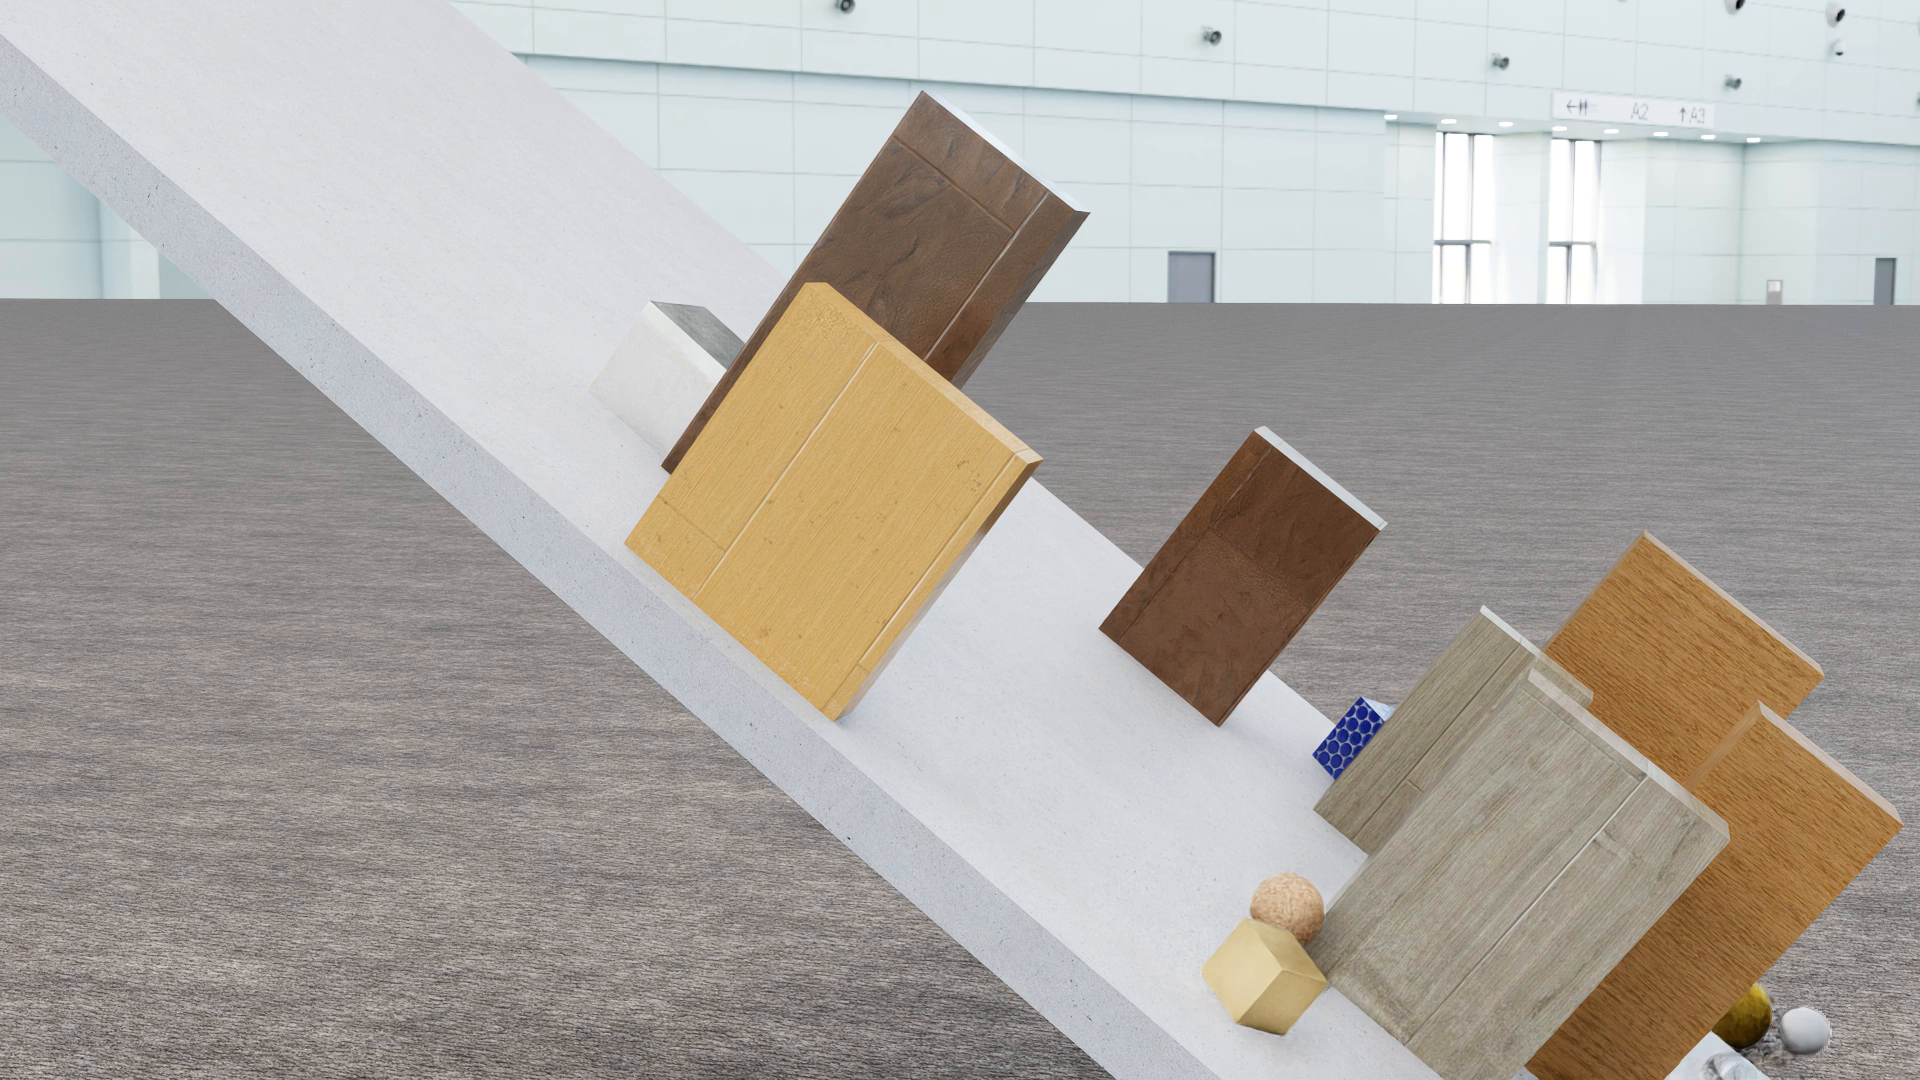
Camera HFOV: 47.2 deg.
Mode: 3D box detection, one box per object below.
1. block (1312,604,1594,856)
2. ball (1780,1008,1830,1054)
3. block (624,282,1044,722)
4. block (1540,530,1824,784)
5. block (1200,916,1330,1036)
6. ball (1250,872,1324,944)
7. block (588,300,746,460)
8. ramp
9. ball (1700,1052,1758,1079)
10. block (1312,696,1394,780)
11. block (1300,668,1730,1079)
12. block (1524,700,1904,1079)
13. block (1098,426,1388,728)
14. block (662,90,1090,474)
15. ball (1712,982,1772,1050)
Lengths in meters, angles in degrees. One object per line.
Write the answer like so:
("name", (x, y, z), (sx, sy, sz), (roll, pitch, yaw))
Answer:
("block", (0.938, 0.404, 4.196), (0.261, 0.502, 0.089), (40, 16, 9))
("ball", (2.006, 1.167, 5.226), (0.111, 0.111, 0.111), (0, 7, 0))
("block", (-0.187, -0.055, 3.149), (0.407, 0.475, 0.083), (40, 16, 9))
("block", (1.306, 0.416, 4.454), (0.431, 0.769, 0.132), (40, 16, 9))
("block", (0.443, 0.637, 3.204), (0.109, 0.109, 0.109), (24, 21, -39))
("ball", (0.520, 0.587, 3.495), (0.117, 0.117, 0.117), (0, 7, 0))
("block", (-0.461, -0.265, 3.691), (0.187, 0.187, 0.187), (42, 16, 15))
("ramp", (-0.046, 0.103, 4.061), (4.000, 0.100, 2.000), (40, 16, 9))
("ball", (1.493, 1.051, 4.270), (0.109, 0.109, 0.109), (0, 7, 0))
("block", (0.869, 0.450, 4.545), (0.162, 0.162, 0.162), (19, 23, -47))
("block", (0.864, 0.551, 3.475), (0.380, 0.582, 0.119), (40, 16, 9))
("block", (1.226, 0.643, 3.727), (0.279, 0.722, 0.135), (40, 16, 9))
("block", (0.554, 0.071, 4.320), (0.307, 0.502, 0.128), (40, 16, 9))
("block", (-0.141, -0.315, 3.493), (0.305, 0.741, 0.101), (40, 16, 9))
("ball", (1.849, 1.127, 5.266), (0.180, 0.180, 0.180), (0, 7, 0))
